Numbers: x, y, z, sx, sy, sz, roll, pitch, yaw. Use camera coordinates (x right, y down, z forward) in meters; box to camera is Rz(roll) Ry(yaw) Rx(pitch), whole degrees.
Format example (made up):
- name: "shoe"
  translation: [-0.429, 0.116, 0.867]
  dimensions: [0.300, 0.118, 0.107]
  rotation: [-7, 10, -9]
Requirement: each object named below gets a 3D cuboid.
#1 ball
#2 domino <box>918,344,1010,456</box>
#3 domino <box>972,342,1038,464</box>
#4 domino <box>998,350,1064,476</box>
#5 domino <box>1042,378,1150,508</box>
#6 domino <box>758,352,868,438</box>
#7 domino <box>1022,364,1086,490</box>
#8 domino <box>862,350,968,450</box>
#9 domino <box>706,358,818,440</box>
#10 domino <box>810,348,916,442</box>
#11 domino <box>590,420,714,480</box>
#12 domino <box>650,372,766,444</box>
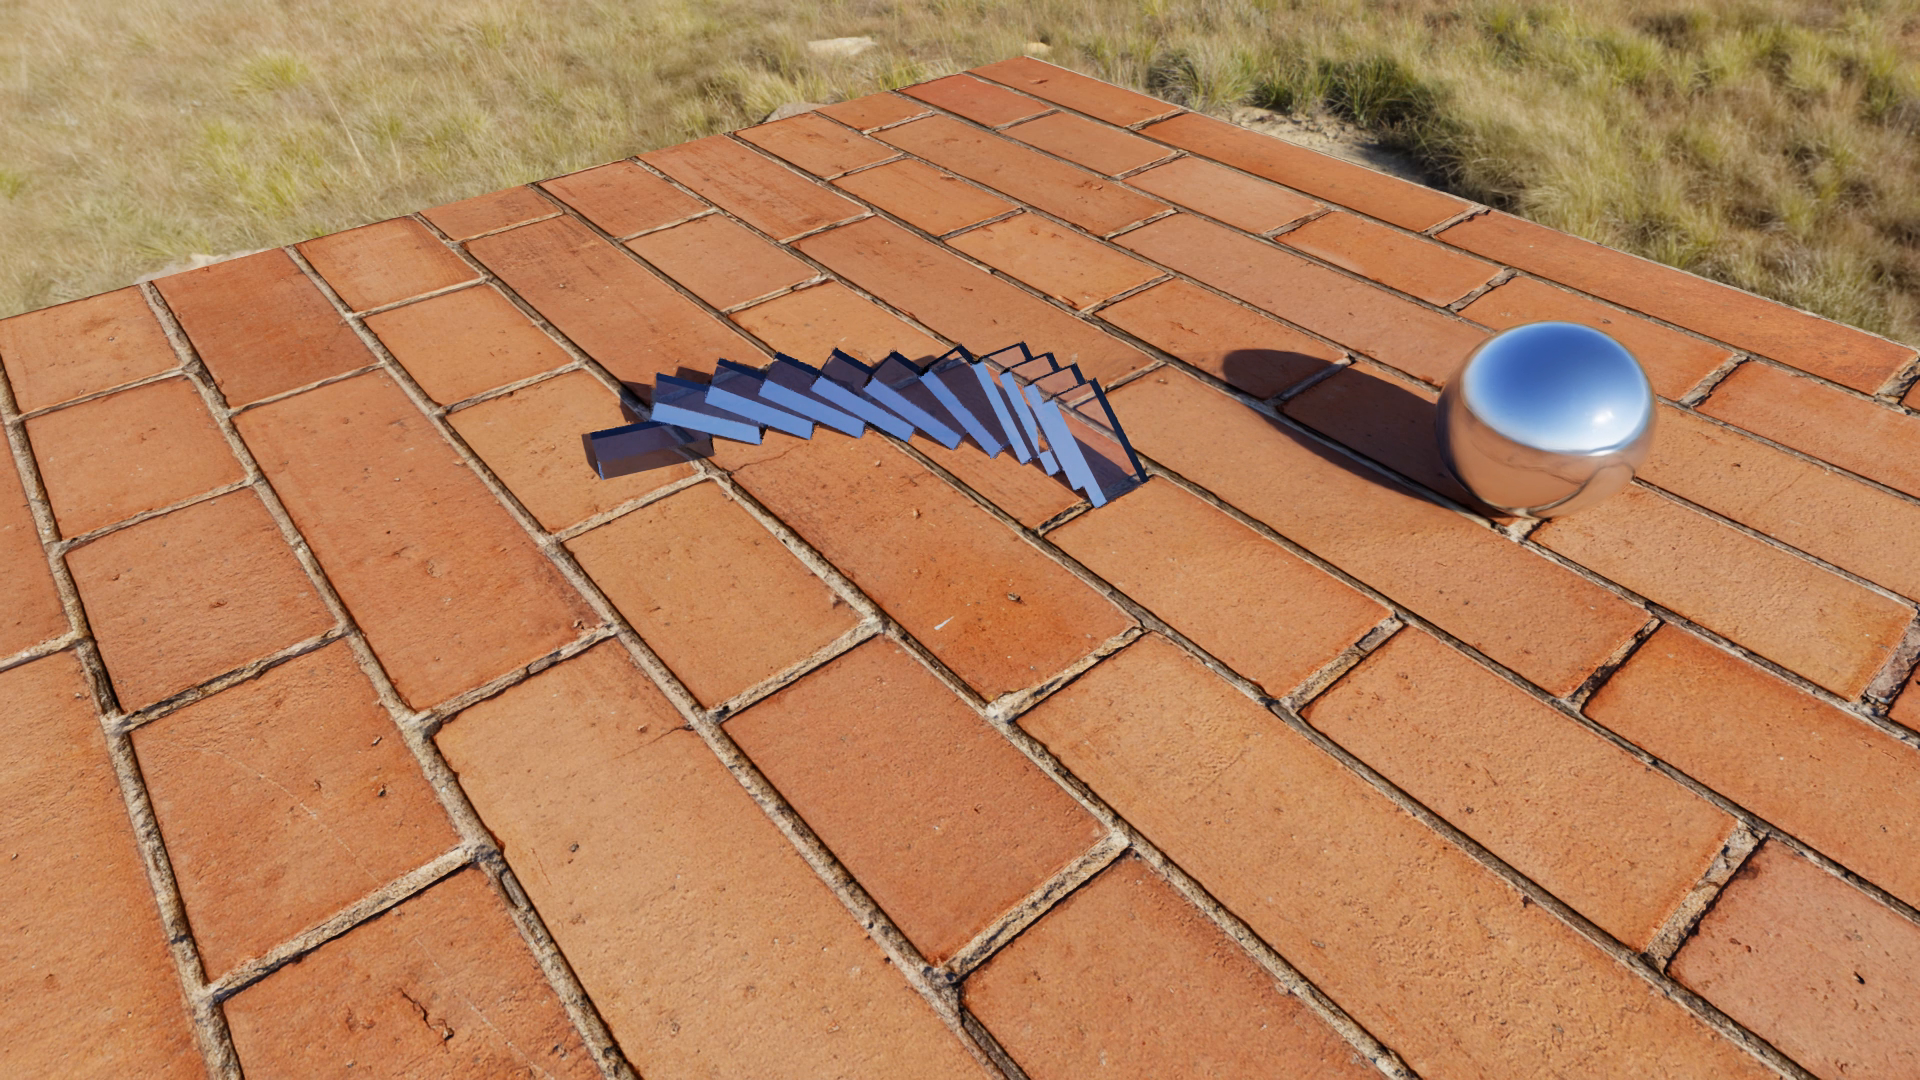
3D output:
- name: "ball"
  translation: [0.236, -0.049, 0.447]
  dimensions: [0.080, 0.080, 0.080]
  rotation: [0, 39, 0]
- name: "domino"
  translation: [0.007, -0.064, 0.503]
  dimensions: [0.050, 0.010, 0.025]
  rotation: [48, 53, 6]
- name: "domino"
  translation: [0.028, -0.062, 0.495]
  dimensions: [0.025, 0.009, 0.050]
  rotation: [-25, 86, -28]
- name: "domino"
  translation: [0.040, -0.056, 0.488]
  dimensions: [0.025, 0.009, 0.050]
  rotation: [-25, 87, -28]
- name: "domino"
  translation: [0.058, -0.042, 0.470]
  dimensions: [0.025, 0.010, 0.050]
  rotation: [-26, 87, -28]
- name: "domino"
  translation: [-0.066, -0.067, 0.510]
  dimensions: [0.050, 0.010, 0.025]
  rotation: [23, 39, -11]
- name: "domino"
  translation: [0.050, -0.050, 0.480]
  dimensions: [0.025, 0.009, 0.050]
  rotation: [-25, 87, -28]
- name: "domino"
  translation: [-0.017, -0.065, 0.507]
  dimensions: [0.050, 0.010, 0.025]
  rotation: [34, 45, 1]
- name: "domino"
  translation: [-0.090, -0.065, 0.507]
  dimensions: [0.050, 0.010, 0.025]
  rotation: [19, 37, -16]
- name: "domino"
  translation: [-0.041, -0.067, 0.510]
  dimensions: [0.050, 0.010, 0.025]
  rotation: [28, 41, -6]
- name: "domino"
  translation: [-0.139, -0.043, 0.496]
  dimensions: [0.050, 0.009, 0.025]
  rotation: [-14, 41, -17]
- name: "domino"
  translation: [-0.114, -0.060, 0.501]
  dimensions: [0.050, 0.010, 0.025]
  rotation: [12, 34, -24]
